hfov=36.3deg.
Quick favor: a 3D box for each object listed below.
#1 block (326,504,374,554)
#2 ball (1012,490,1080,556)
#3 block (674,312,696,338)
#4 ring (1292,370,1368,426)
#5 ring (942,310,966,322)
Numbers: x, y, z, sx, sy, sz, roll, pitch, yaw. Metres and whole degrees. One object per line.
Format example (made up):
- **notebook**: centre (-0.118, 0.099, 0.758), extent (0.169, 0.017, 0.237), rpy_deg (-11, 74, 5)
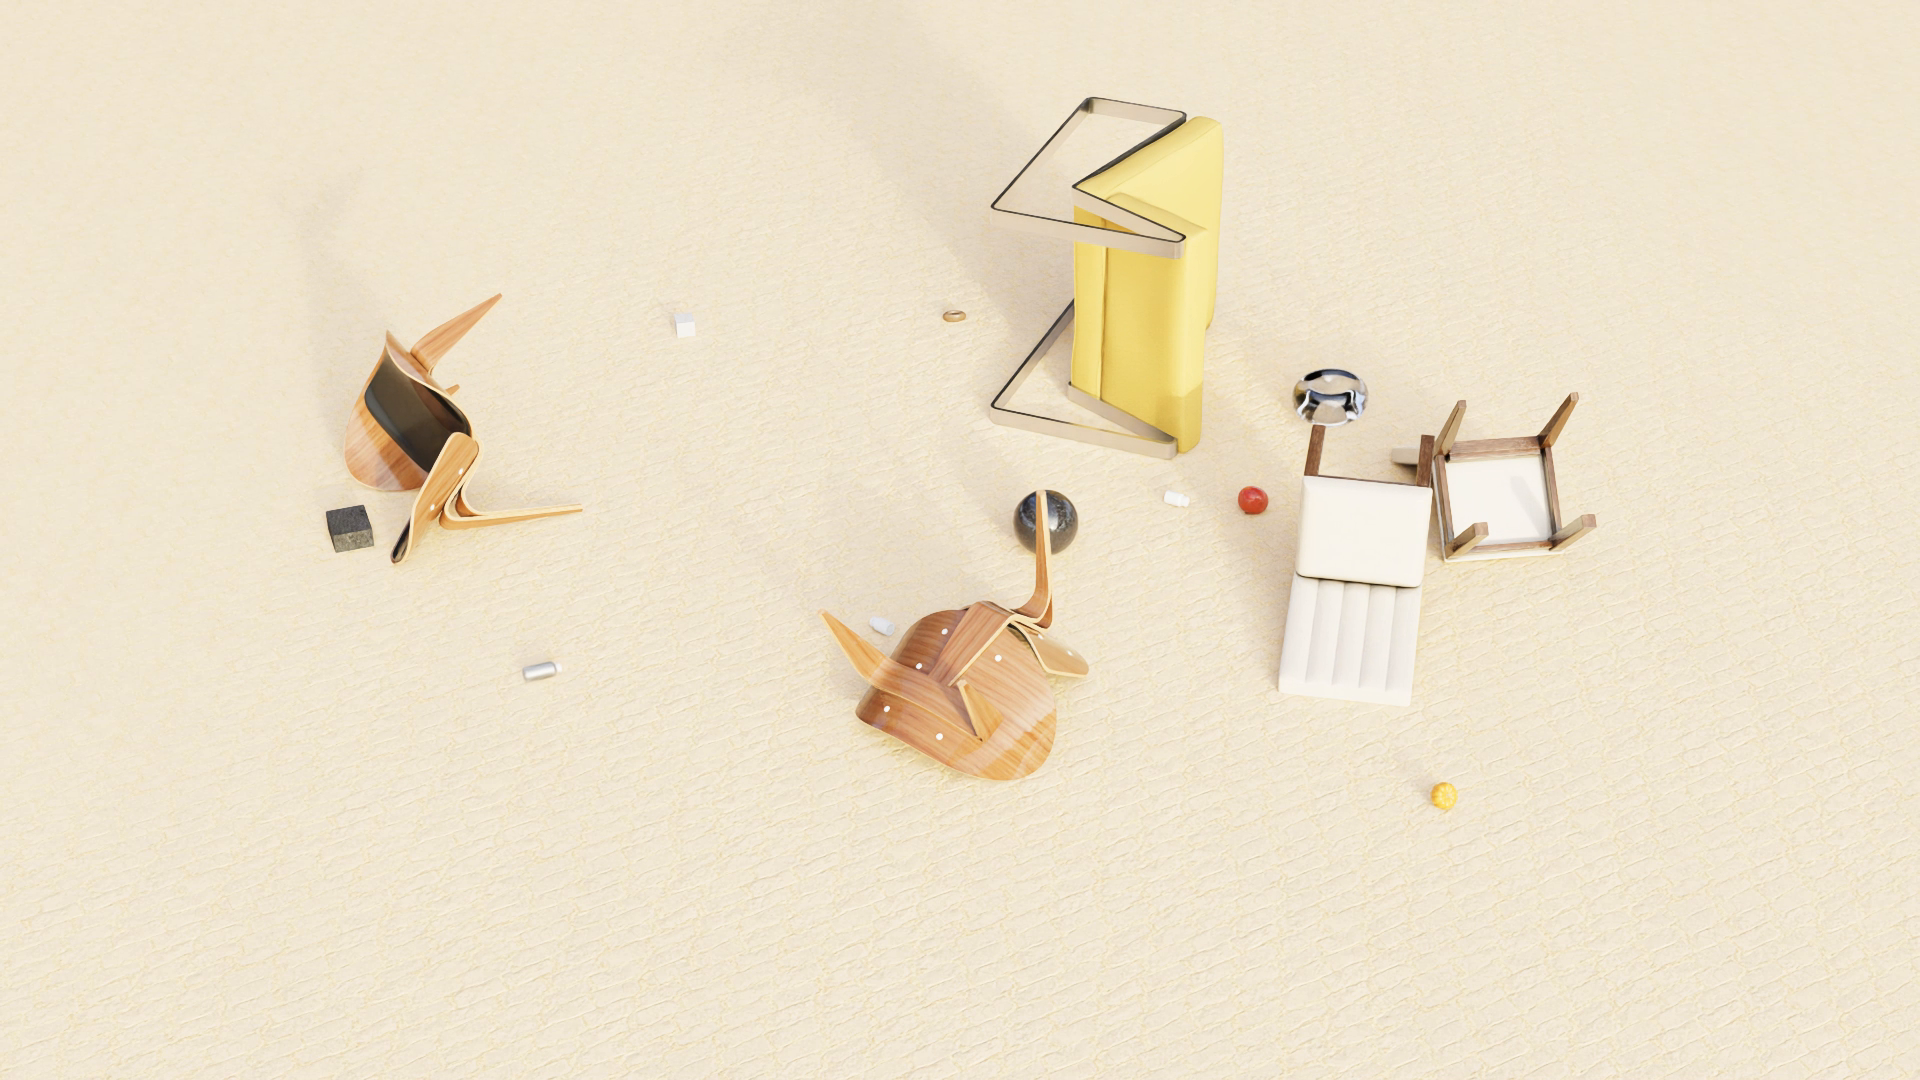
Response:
- **block**: centre (-2.276, -0.042, 10.939), extent (0.144, 0.077, 0.178), rpy_deg (-11, 35, -16)
- **ball**: centre (0.316, -0.064, 10.817), extent (0.248, 0.248, 0.248), rpy_deg (0, 33, 0)
- **block**: centre (-1.151, -0.898, 12.248), extent (0.075, 0.066, 0.084), rpy_deg (-8, 34, -12)
- **ring**: centre (1.474, -0.568, 11.678), extent (0.314, 0.145, 0.280), rpy_deg (-13, 37, -18)
- **ring**: centre (-0.024, -0.942, 12.343), extent (0.101, 0.036, 0.053), rpy_deg (-4, 36, -4)
